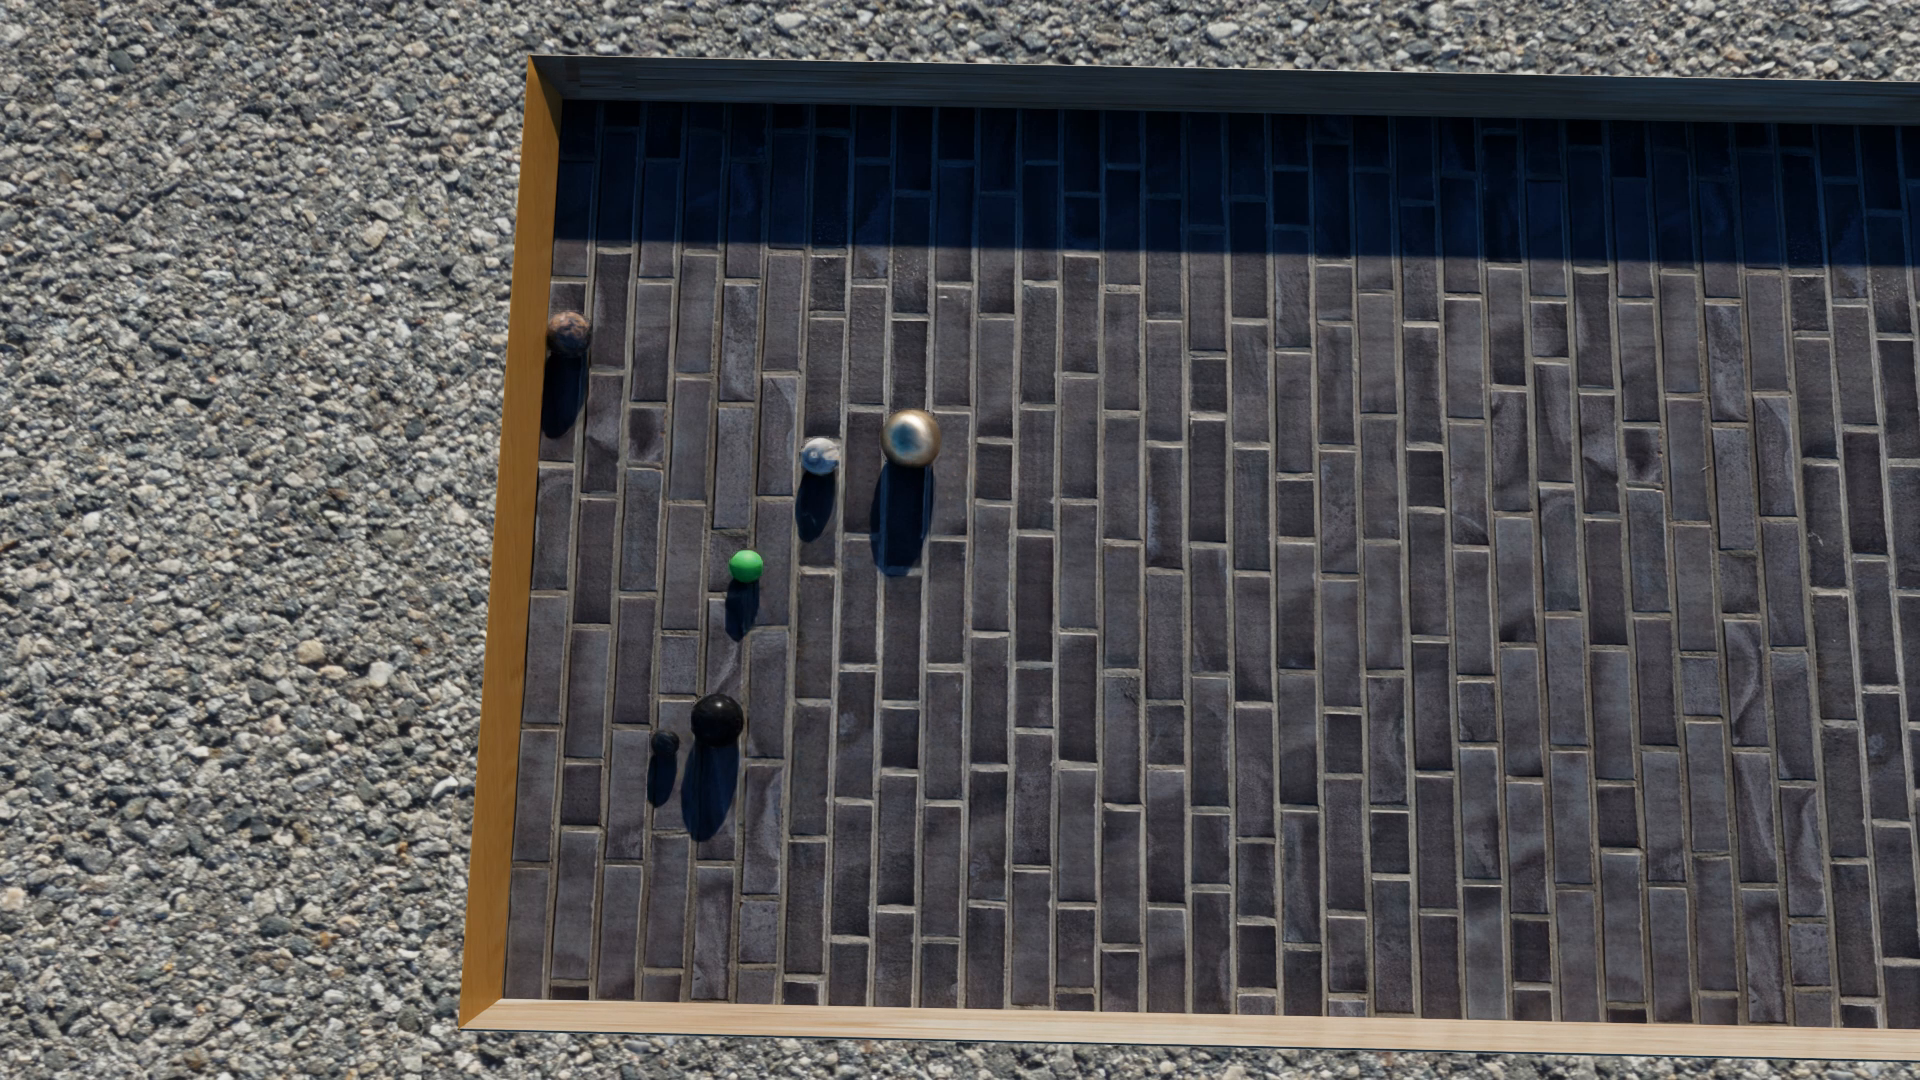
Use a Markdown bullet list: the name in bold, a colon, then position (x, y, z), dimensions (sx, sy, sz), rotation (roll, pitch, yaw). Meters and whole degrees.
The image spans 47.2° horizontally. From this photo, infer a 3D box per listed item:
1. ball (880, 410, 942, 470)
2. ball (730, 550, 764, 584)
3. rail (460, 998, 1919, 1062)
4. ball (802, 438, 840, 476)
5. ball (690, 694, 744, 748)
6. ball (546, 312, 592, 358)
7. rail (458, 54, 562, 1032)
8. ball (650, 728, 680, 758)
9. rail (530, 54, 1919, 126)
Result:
- **ball**: position (-0.074, -0.152, 3.348), dimensions (0.093, 0.093, 0.093), rotation (0, 77, 0)
- **ball**: position (-0.323, 0.040, 3.324), dimensions (0.051, 0.051, 0.051), rotation (0, 77, 0)
- **rail**: position (0.671, 0.704, 3.129), dimensions (2.746, 0.121, 0.045), rotation (1, 77, 0)
- **ball**: position (-0.213, -0.127, 3.360), dimensions (0.058, 0.058, 0.058), rotation (0, 77, 0)
- **ball**: position (-0.359, 0.268, 3.255), dimensions (0.080, 0.080, 0.080), rotation (0, 77, 0)
- **ball**: position (-0.605, -0.317, 3.398), dimensions (0.072, 0.072, 0.072), rotation (0, 77, 0)
- **rail**: position (-0.663, -0.020, 3.301), dimensions (0.045, 0.121, 1.480), rotation (1, 77, 0)
- **ball**: position (-0.437, 0.302, 3.266), dimensions (0.044, 0.044, 0.044), rotation (0, 77, 0)
- **rail**: position (0.702, -0.689, 3.460), dimensions (2.746, 0.121, 0.045), rotation (1, 77, 0)
